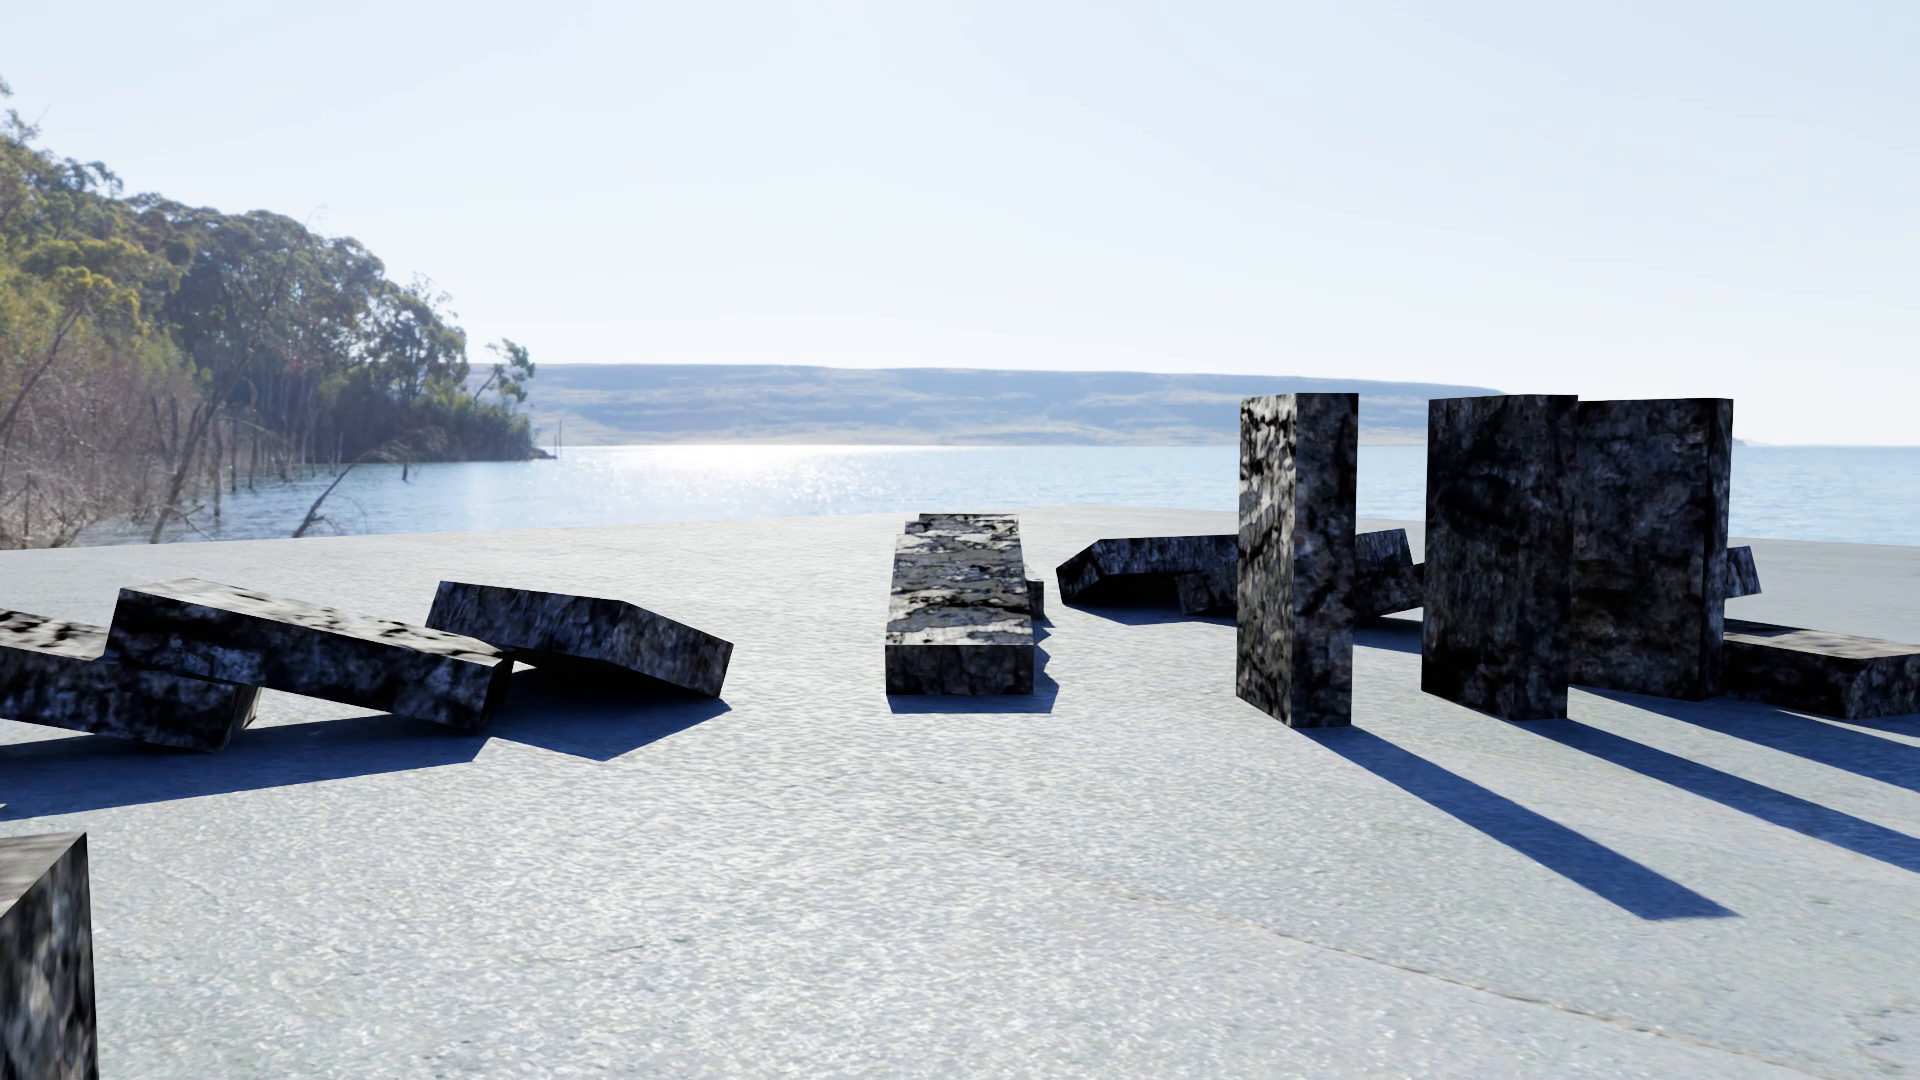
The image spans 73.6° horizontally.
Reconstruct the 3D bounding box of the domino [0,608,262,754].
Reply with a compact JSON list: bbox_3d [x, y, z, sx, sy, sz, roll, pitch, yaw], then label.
[{"bbox_3d":[-0.128,0.018,0.180,0.050,0.009,0.025,14,0,-19],"label":"domino"}]

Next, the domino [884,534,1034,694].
[{"bbox_3d":[0.000,0.013,0.239,0.025,0.009,0.050,0,22,0],"label":"domino"}]

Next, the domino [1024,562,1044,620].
[{"bbox_3d":[0.007,0.013,0.334,0.025,0.010,0.050,0,4,-2],"label":"domino"}]

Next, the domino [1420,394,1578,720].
[{"bbox_3d":[0.087,0.002,0.209,0.009,0.050,0.025,-1,4,-13],"label":"domino"}]

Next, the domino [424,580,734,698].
[{"bbox_3d":[-0.066,0.017,0.221,0.050,0.010,0.025,3,-17,36],"label":"domino"}]

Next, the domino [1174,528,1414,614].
[{"bbox_3d":[0.081,0.008,0.314,0.050,0.009,0.025,-17,-8,40],"label":"domino"}]

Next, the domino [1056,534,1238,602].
[{"bbox_3d":[0.054,0.007,0.346,0.050,0.010,0.025,-2,-18,-24],"label":"domino"}]

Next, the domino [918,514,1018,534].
[{"bbox_3d":[0.001,0.007,0.302,0.025,0.009,0.050,0,23,3],"label":"domino"}]

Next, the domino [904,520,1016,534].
[{"bbox_3d":[0.000,0.010,0.272,0.025,0.009,0.050,-1,23,0],"label":"domino"}]

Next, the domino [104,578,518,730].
[{"bbox_3d":[-0.095,0.017,0.193,0.050,0.010,0.025,14,-1,-11],"label":"domino"}]

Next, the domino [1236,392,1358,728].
[{"bbox_3d":[0.053,0.002,0.203,0.009,0.050,0.025,0,4,-7],"label":"domino"}]

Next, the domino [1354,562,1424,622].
[{"bbox_3d":[0.112,0.009,0.293,0.050,0.010,0.025,-19,-9,40],"label":"domino"}]

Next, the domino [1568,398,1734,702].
[{"bbox_3d":[0.117,0.001,0.222,0.009,0.050,0.025,-3,6,-39],"label":"domino"}]

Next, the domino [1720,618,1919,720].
[{"bbox_3d":[0.140,0.021,0.225,0.025,0.009,0.050,-2,5,-22],"label":"domino"}]

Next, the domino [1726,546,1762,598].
[{"bbox_3d":[0.131,0.012,0.263,0.025,0.009,0.050,-3,-10,-37],"label":"domino"}]

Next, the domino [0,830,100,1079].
[{"bbox_3d":[-0.035,0.028,0.034,0.009,0.025,0.050,-2,5,-21],"label":"domino"}]
